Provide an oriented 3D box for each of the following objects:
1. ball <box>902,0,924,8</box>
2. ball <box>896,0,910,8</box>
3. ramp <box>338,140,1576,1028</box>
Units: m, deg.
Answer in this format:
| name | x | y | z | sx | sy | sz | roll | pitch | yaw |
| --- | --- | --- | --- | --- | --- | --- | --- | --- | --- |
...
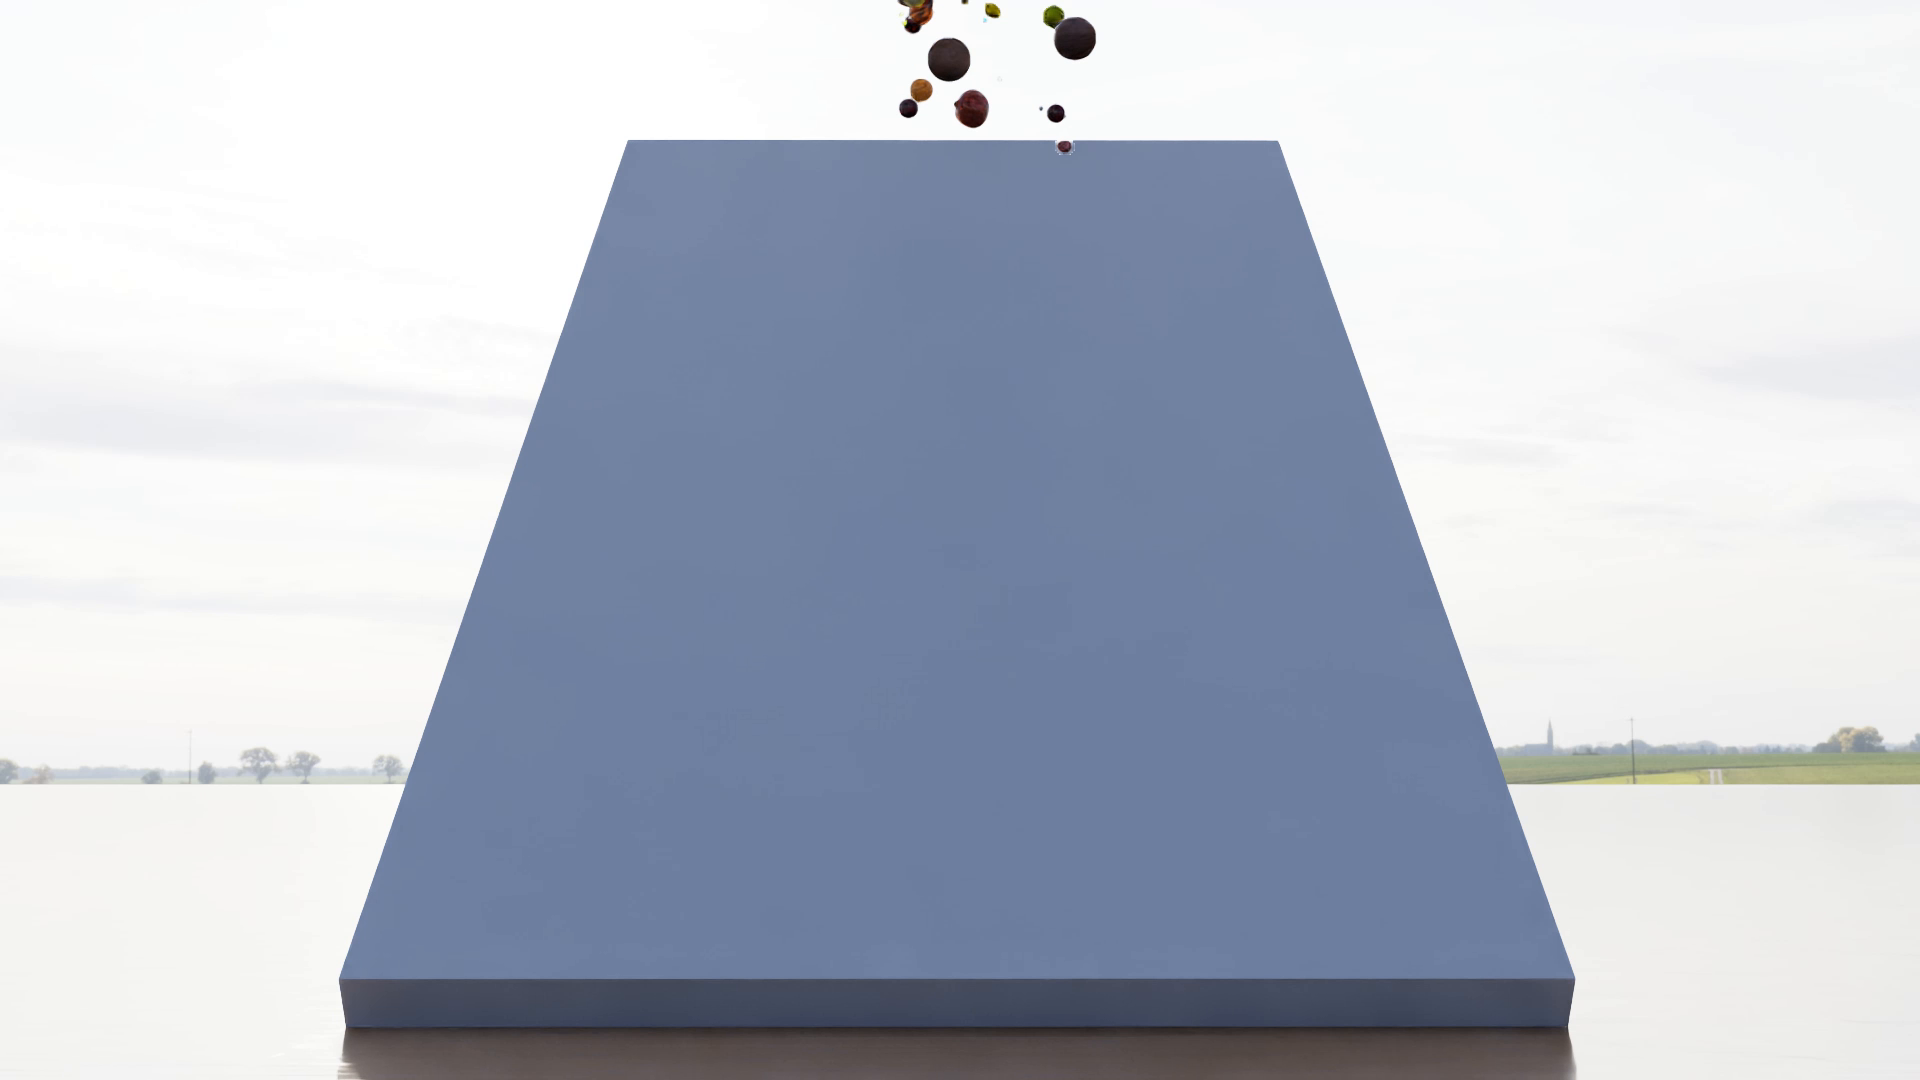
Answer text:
| name | x | y | z | sx | sy | sz | roll | pitch | yaw |
| --- | --- | --- | --- | --- | --- | --- | --- | --- | --- |
| ball | -0.133 | -1.563 | 6.874 | 0.075 | 0.075 | 0.075 | 0 | -6 | 0 |
| ball | -0.151 | -1.614 | 7.064 | 0.090 | 0.090 | 0.090 | 0 | -6 | 0 |
| ramp | -0.012 | -0.217 | 5.653 | 2.000 | 0.100 | 4.000 | 0 | 29 | 0 |
